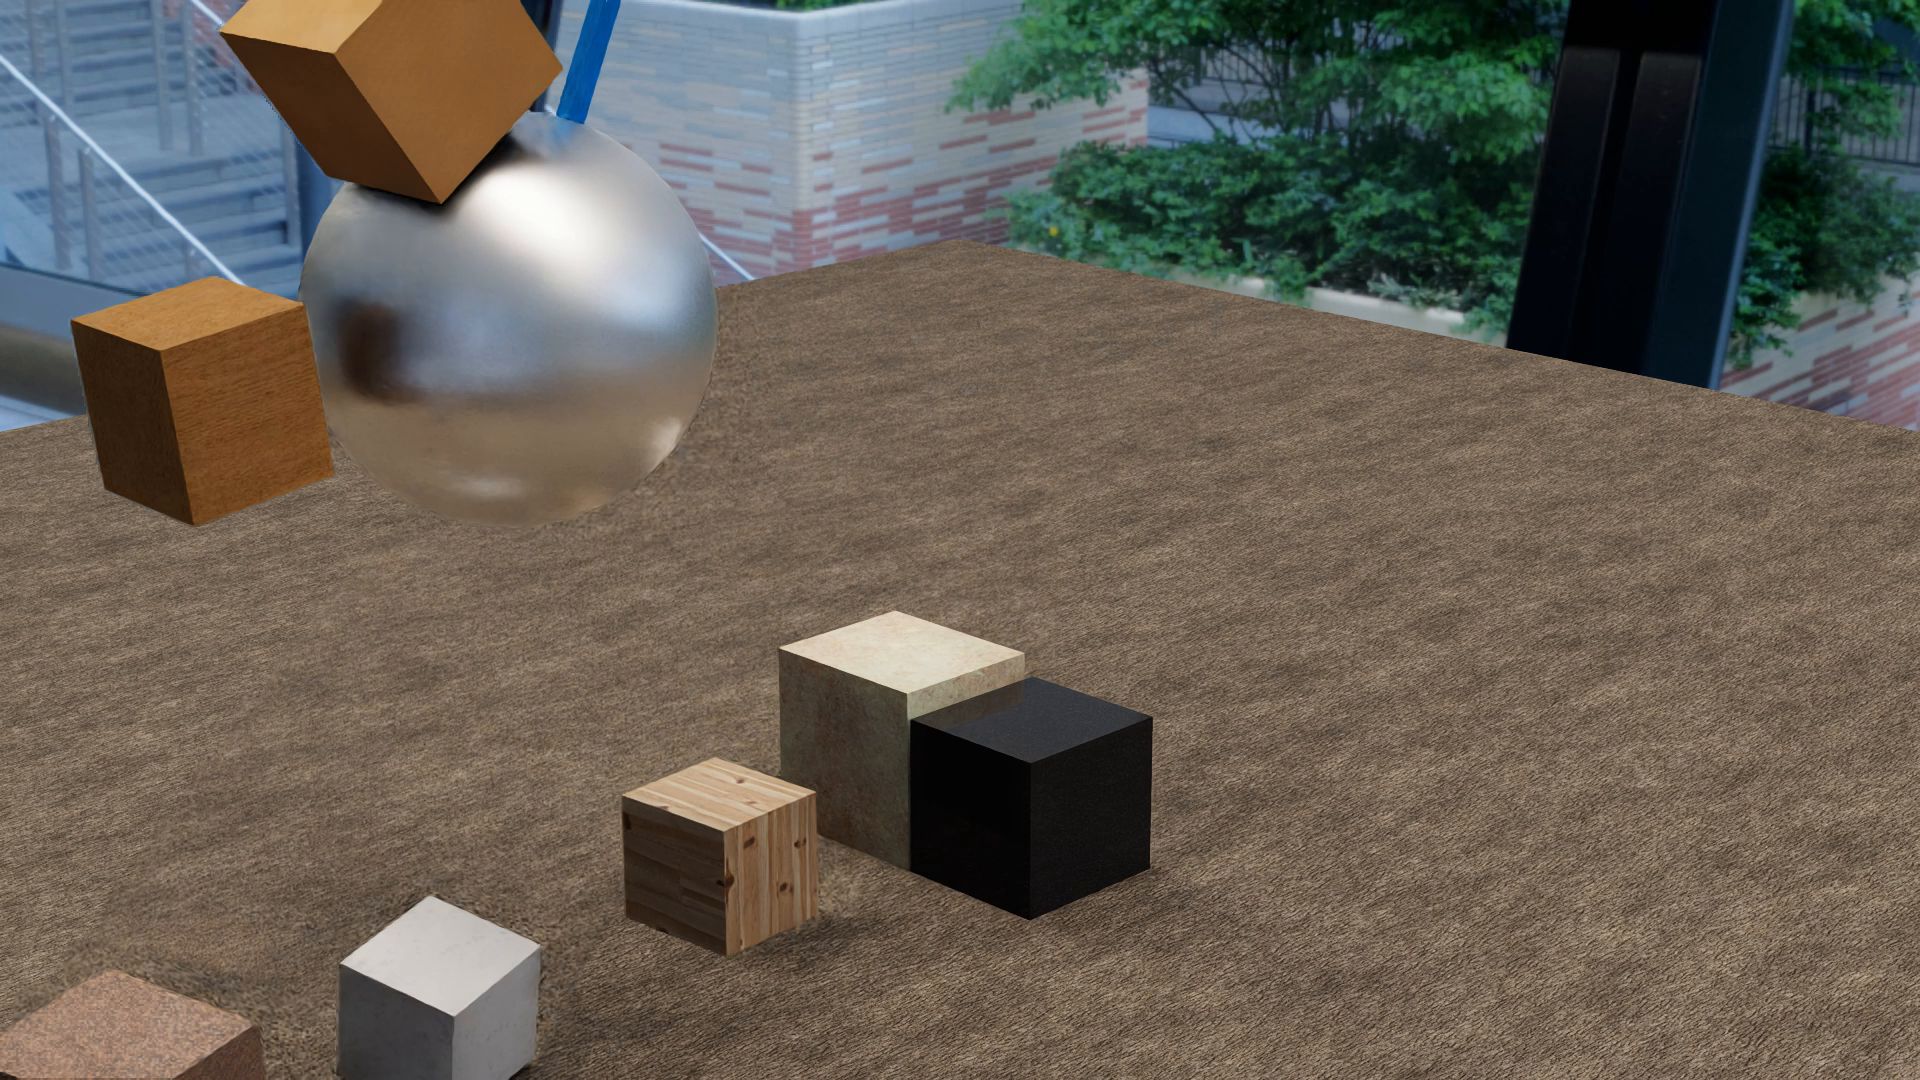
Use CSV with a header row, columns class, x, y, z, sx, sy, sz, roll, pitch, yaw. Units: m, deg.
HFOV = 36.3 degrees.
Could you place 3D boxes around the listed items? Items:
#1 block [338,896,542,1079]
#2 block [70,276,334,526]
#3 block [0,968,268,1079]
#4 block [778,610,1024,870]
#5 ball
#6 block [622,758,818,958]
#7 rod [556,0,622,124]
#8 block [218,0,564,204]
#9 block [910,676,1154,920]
class,x,y,z,sx,sy,sz,roll,pitch,yaw
block,-2.018,1.824,11.365,0.538,0.544,0.553,20,31,22
block,-2.666,-0.501,10.336,0.574,0.639,0.606,-25,30,-39
block,-2.937,2.080,10.350,0.759,0.747,0.657,12,27,31
block,-0.276,0.935,13.919,0.765,0.870,0.874,-17,24,-42
ball,-1.730,-0.846,11.263,1.600,1.600,1.600,0,17,0
block,-1.056,1.390,12.940,0.627,0.588,0.580,14,22,38
rod,-0.750,-4.102,11.267,0.080,5.200,0.080,17,0,42
block,-2.046,-1.768,10.588,0.701,0.717,0.711,17,60,41
block,0.325,1.164,13.393,0.802,0.749,0.754,-17,24,-42
